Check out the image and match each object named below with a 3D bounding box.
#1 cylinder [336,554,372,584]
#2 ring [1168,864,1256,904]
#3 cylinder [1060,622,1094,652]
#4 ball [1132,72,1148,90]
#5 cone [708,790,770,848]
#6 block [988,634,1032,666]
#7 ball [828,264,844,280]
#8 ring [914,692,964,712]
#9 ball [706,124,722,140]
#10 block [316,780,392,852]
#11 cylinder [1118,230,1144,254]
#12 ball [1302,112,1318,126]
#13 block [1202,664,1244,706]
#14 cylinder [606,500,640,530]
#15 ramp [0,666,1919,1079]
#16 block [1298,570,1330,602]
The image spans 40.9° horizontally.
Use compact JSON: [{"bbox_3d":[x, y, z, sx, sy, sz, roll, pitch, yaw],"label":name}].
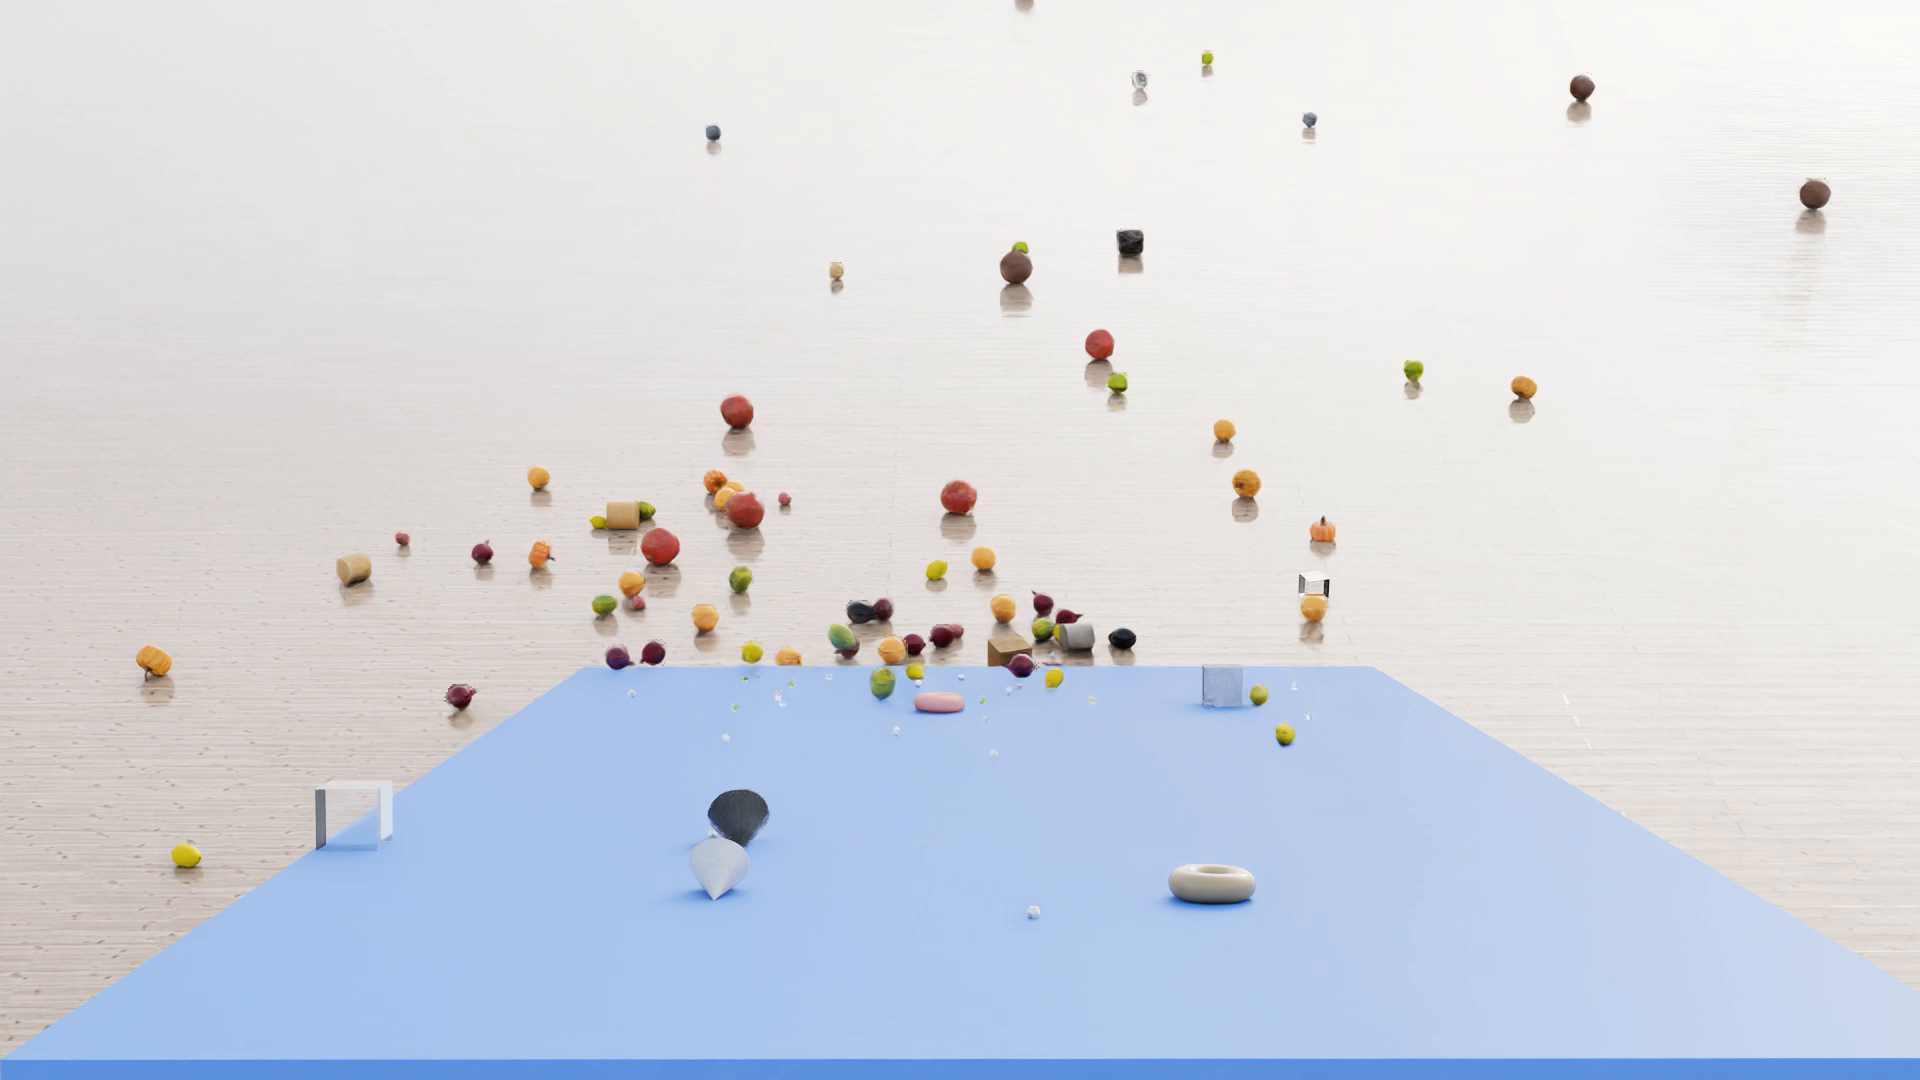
[{"bbox_3d":[-1.712,0.081,7.272,0.071,0.071,0.071,-20,29,-40],"label":"cylinder"},{"bbox_3d":[0.331,0.452,3.382,0.116,0.039,0.116,1,2,0],"label":"ring"},{"bbox_3d":[0.311,0.257,6.838,0.074,0.074,0.074,-7,23,-16],"label":"cylinder"},{"bbox_3d":[0.925,-2.357,13.209,0.087,0.087,0.087,0,22,0],"label":"ball"},{"bbox_3d":[-0.325,0.431,3.794,0.091,0.091,0.091,-3,30,-6],"label":"cone"},{"bbox_3d":[0.129,0.310,6.687,0.090,0.090,0.090,-8,24,-19],"label":"block"},{"bbox_3d":[-0.483,-1.049,10.045,0.061,0.061,0.061,0,22,0],"label":"ball"},{"bbox_3d":[-0.045,0.350,5.543,0.112,0.037,0.112,1,2,0],"label":"ring"},{"bbox_3d":[-1.166,-1.927,12.172,0.076,0.076,0.076,0,22,0],"label":"ball"},{"bbox_3d":[-0.894,0.406,3.796,0.091,0.091,0.091,0,3,2],"label":"block"},{"bbox_3d":[0.689,-1.202,10.374,0.092,0.092,0.092,-3,22,-7],"label":"cylinder"},{"bbox_3d":[1.692,-2.034,12.439,0.071,0.071,0.071,0,22,0],"label":"ball"},{"bbox_3d":[0.578,0.319,5.661,0.085,0.085,0.085,0,3,3],"label":"block"},{"bbox_3d":[-1.001,-0.076,7.636,0.086,0.086,0.086,-3,22,4],"label":"cylinder"},{"bbox_3d":[0.051,0.466,4.534,2.000,0.100,4.000,0,3,0],"label":"ramp"},{"bbox_3d":[0.986,0.129,7.164,0.064,0.064,0.064,-7,23,-17],"label":"block"}]
